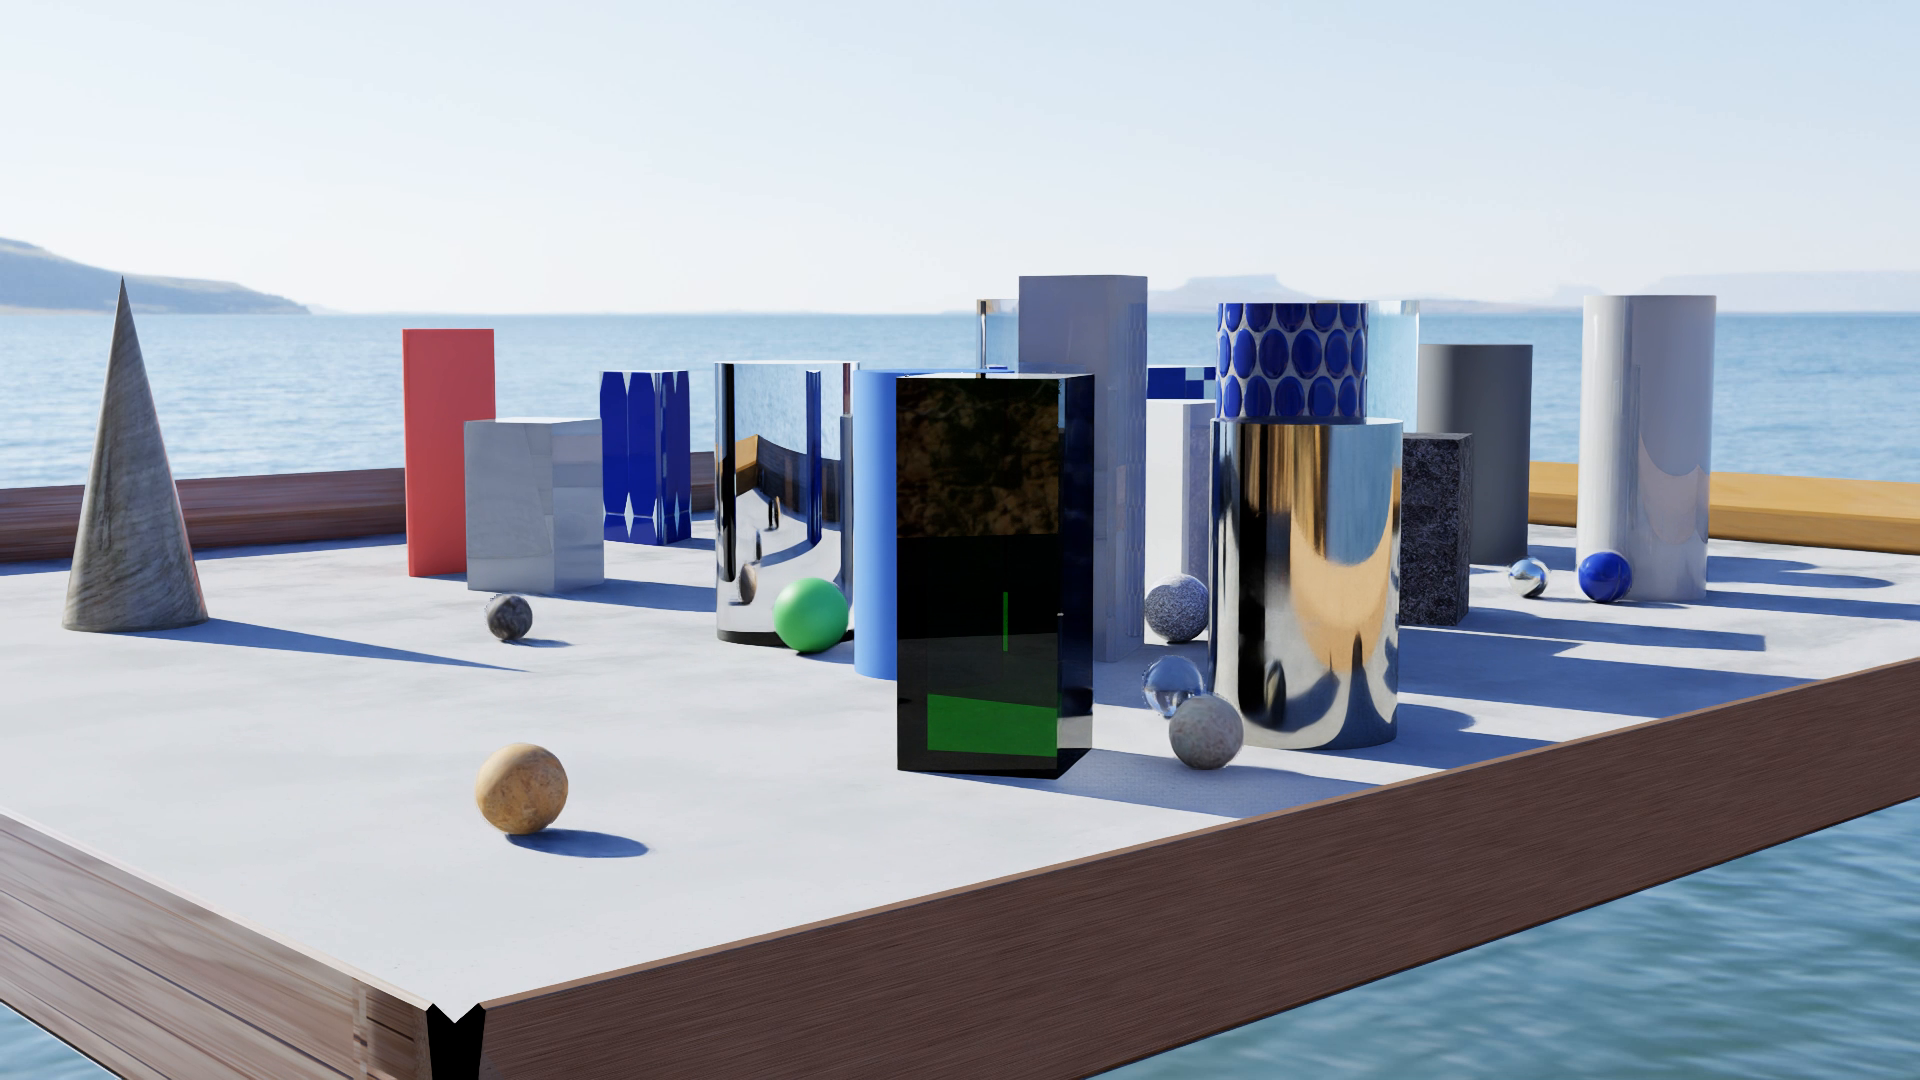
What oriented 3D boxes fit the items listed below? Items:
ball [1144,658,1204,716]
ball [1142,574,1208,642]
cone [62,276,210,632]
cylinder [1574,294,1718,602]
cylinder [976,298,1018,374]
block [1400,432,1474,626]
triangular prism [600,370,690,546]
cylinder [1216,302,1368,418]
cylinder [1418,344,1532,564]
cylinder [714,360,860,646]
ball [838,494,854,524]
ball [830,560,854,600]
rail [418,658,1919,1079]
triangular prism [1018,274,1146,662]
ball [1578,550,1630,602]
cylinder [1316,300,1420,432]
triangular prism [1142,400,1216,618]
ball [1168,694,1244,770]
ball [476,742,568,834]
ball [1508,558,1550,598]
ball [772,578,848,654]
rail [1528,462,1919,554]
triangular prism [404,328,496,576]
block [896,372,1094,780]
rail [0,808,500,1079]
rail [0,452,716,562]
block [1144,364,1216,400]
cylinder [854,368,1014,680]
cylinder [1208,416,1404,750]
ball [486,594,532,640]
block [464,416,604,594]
[{"bbox_3d":[0.235,0.162,2.420,0.066,0.066,0.066,0,6,0],"label":"ball"},{"bbox_3d":[0.293,0.091,2.961,0.094,0.094,0.094,0,6,0],"label":"ball"},{"bbox_3d":[-1.181,-0.128,3.126,0.199,0.497,0.199,0,6,0],"label":"cone"},{"bbox_3d":[1.077,-0.149,3.458,0.199,0.469,0.199,0,6,0],"label":"cylinder"},{"bbox_3d":[0.125,-0.163,3.614,0.199,0.463,0.199,0,6,0],"label":"cylinder"},{"bbox_3d":[0.654,-0.020,3.205,0.159,0.265,0.159,2,6,20],"label":"block"},{"bbox_3d":[-0.584,-0.164,4.272,0.173,0.329,0.149,5,8,42],"label":"triangular prism"},{"bbox_3d":[0.439,-0.086,2.925,0.199,0.455,0.199,0,6,0],"label":"cylinder"},{"bbox_3d":[0.923,-0.159,3.959,0.199,0.385,0.199,0,6,0],"label":"cylinder"},{"bbox_3d":[-0.235,-0.055,3.008,0.199,0.376,0.199,0,6,0],"label":"cylinder"},{"bbox_3d":[-0.223,-0.065,4.596,0.066,0.066,0.066,0,6,0],"label":"ball"},{"bbox_3d":[-0.168,0.062,3.395,0.063,0.063,0.063,0,6,0],"label":"ball"},{"bbox_3d":[1.050,0.152,2.200,3.528,0.129,0.045,-5,8,-42],"label":"rail"},{"bbox_3d":[0.190,-0.100,2.883,0.149,0.490,0.173,-5,8,-42],"label":"triangular prism"},{"bbox_3d":[0.987,0.056,3.369,0.079,0.079,0.079,0,6,0],"label":"ball"},{"bbox_3d":[0.785,-0.231,4.264,0.199,0.464,0.199,0,6,0],"label":"cylinder"},{"bbox_3d":[0.306,-0.044,3.194,0.149,0.315,0.173,4,7,36],"label":"triangular prism"},{"bbox_3d":[0.240,0.187,2.142,0.073,0.073,0.073,0,6,0],"label":"ball"},{"bbox_3d":[-0.374,0.212,1.877,0.078,0.078,0.078,0,6,0],"label":"ball"},{"bbox_3d":[0.888,0.059,3.428,0.062,0.062,0.062,0,6,0],"label":"ball"},{"bbox_3d":[-0.195,0.098,2.868,0.099,0.099,0.099,0,6,0],"label":"ball"},{"bbox_3d":[1.279,-0.089,4.506,0.045,0.129,3.144,-5,8,-42],"label":"rail"},{"bbox_3d":[-0.912,-0.156,3.784,0.173,0.414,0.149,-6,8,-44],"label":"triangular prism"},{"bbox_3d":[0.037,0.029,2.174,0.159,0.381,0.159,2,6,16],"label":"block"},{"bbox_3d":[-1.279,0.156,2.158,0.045,0.129,3.144,-5,8,-42],"label":"rail"},{"bbox_3d":[-1.050,-0.084,4.464,3.528,0.129,0.045,-5,8,-42],"label":"rail"},{"bbox_3d":[0.365,-0.150,4.079,0.159,0.343,0.159,-3,7,-30],"label":"block"},{"bbox_3d":[-0.032,-0.024,2.724,0.199,0.371,0.199,0,6,0],"label":"cylinder"},{"bbox_3d":[0.362,0.039,2.317,0.199,0.331,0.199,0,6,0],"label":"cylinder"},{"bbox_3d":[-0.611,0.105,2.982,0.062,0.062,0.062,0,6,0],"label":"ball"},{"bbox_3d":[-0.686,-0.059,3.553,0.159,0.270,0.159,2,6,20],"label":"block"}]
